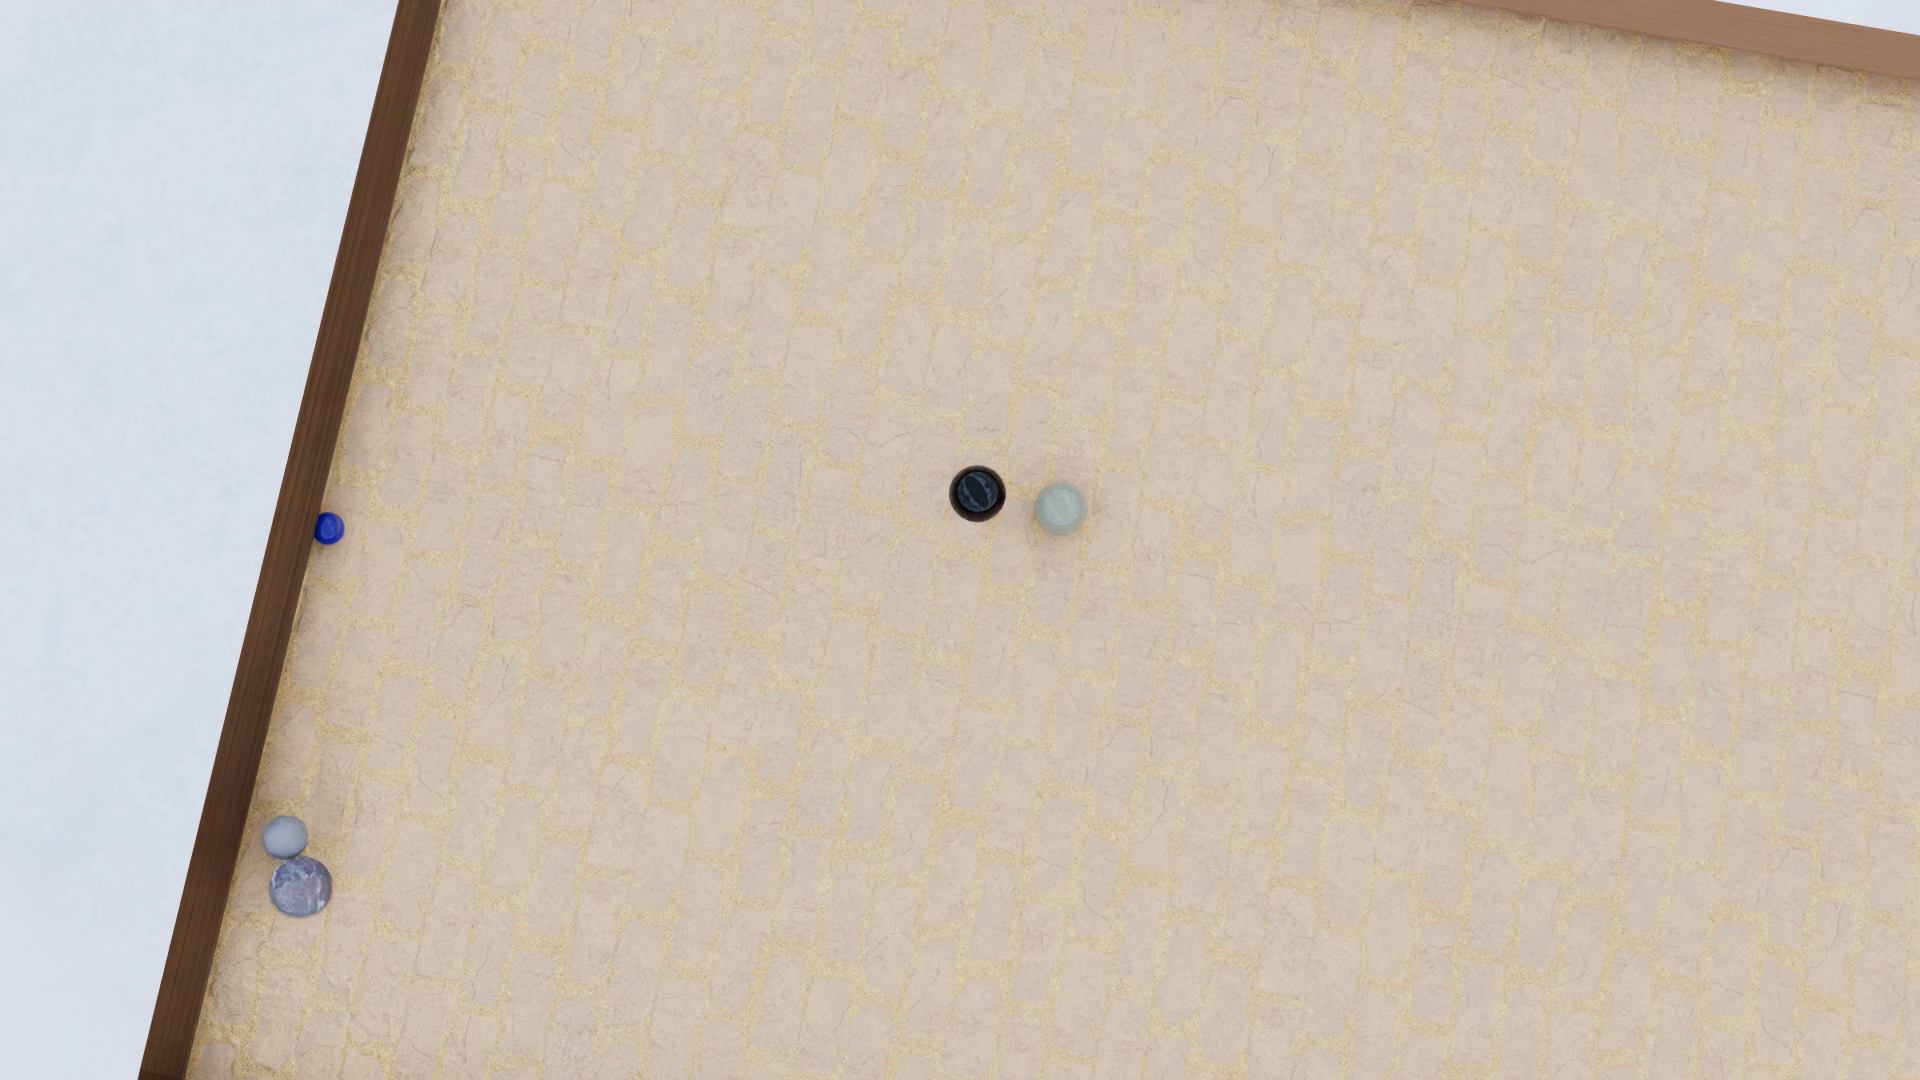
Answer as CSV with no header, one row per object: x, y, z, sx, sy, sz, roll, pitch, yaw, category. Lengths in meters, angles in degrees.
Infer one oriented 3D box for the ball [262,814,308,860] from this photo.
-0.984,0.434,3.210,0.065,0.065,0.065,0,80,0,ball

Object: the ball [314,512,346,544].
-0.948,-0.017,3.298,0.050,0.050,0.050,0,80,0,ball

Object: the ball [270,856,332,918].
-0.955,0.502,3.186,0.087,0.087,0.087,0,80,0,ball

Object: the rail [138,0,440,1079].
-0.951,-0.176,3.293,0.045,0.113,2.033,10,80,2,rail

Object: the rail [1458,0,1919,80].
1.153,-0.789,3.402,3.961,0.113,0.045,10,80,2,rail

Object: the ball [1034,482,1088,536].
0.151,-0.047,3.287,0.080,0.080,0.080,0,80,0,ball

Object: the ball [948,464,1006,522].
0.026,-0.069,3.288,0.086,0.086,0.086,0,80,0,ball
